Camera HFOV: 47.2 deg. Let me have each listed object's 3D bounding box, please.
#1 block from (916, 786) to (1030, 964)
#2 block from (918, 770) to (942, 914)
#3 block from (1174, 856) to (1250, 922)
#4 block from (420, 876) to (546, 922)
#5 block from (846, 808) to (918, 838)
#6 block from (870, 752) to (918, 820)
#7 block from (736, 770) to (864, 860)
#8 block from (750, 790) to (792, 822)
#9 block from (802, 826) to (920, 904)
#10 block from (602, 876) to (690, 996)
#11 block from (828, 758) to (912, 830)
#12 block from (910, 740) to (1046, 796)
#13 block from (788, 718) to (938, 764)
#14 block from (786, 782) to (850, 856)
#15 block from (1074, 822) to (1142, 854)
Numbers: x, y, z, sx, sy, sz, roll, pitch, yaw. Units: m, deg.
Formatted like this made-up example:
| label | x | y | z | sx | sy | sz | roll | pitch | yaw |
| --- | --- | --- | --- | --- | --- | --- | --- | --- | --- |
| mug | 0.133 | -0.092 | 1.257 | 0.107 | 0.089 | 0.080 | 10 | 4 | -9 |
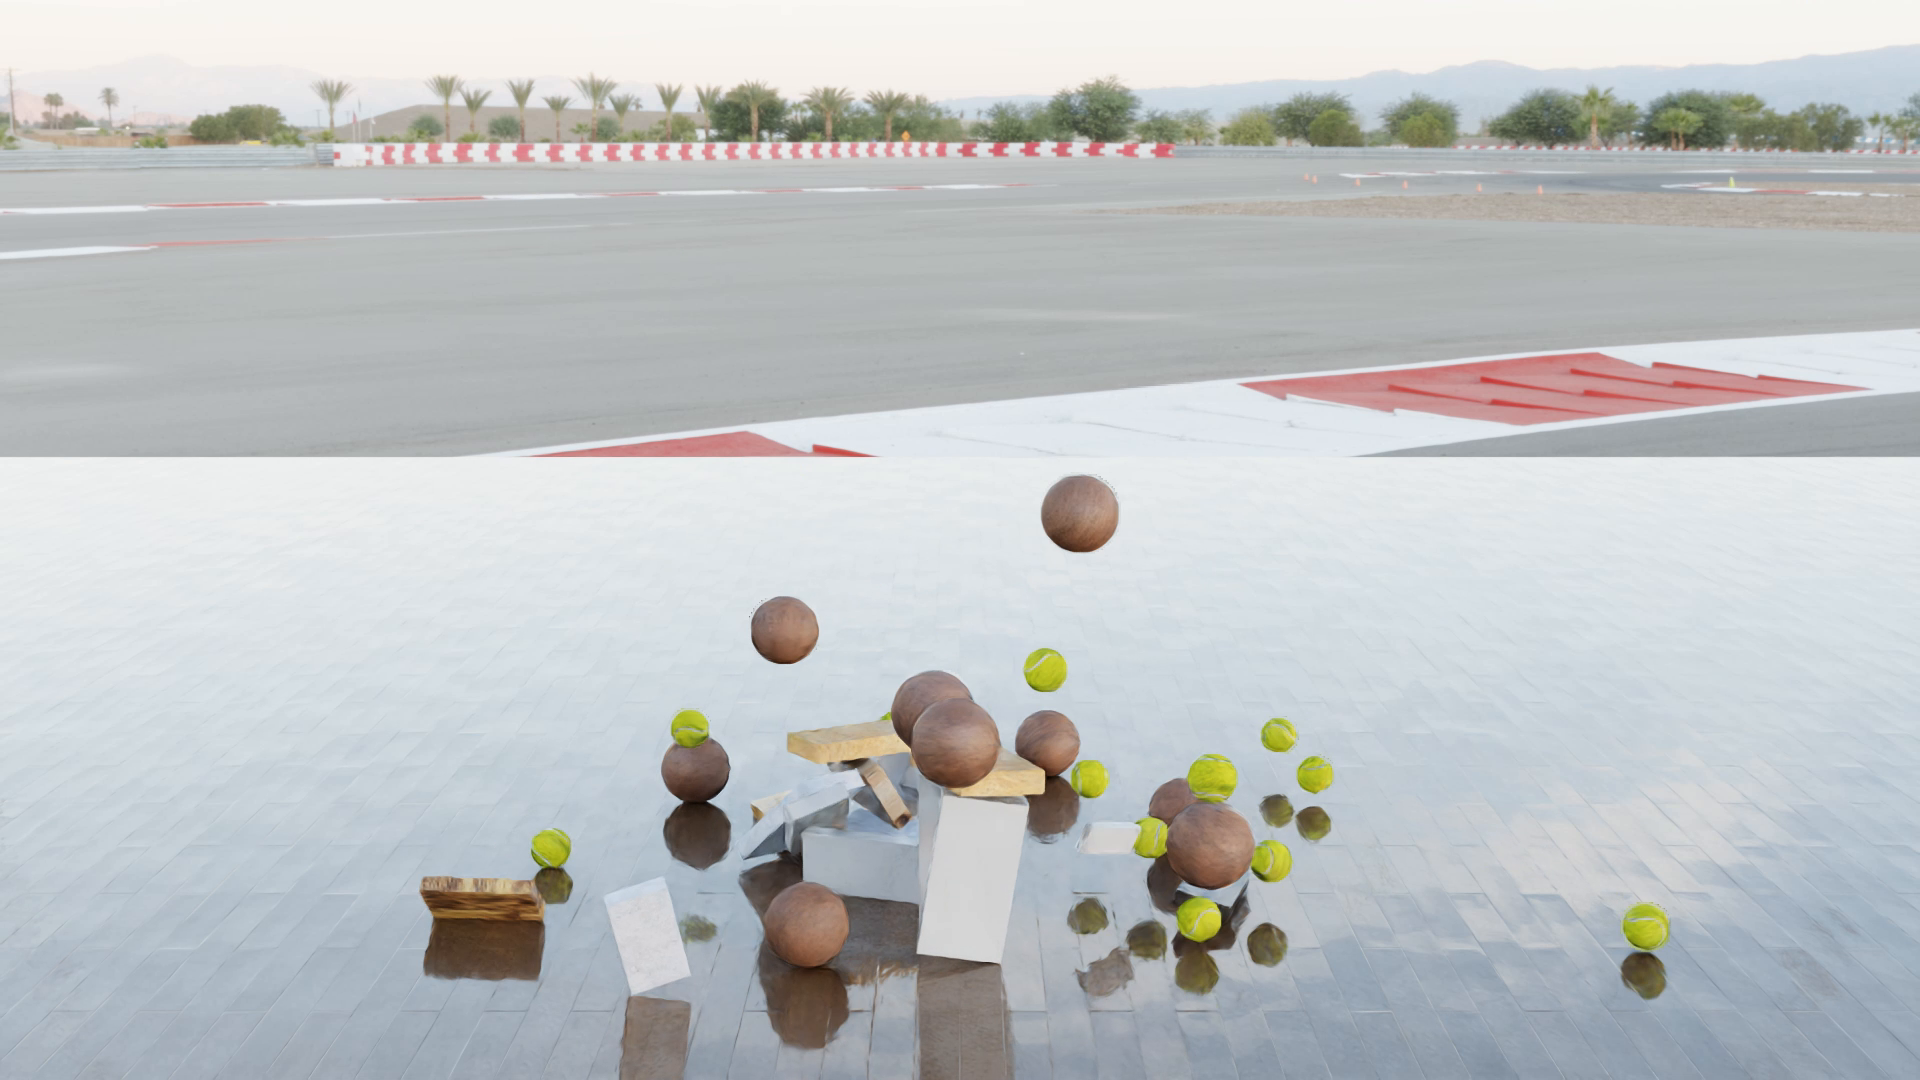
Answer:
| label | x | y | z | sx | sy | sz | roll | pitch | yaw |
| --- | --- | --- | --- | --- | --- | --- | --- | --- | --- |
| block | 0.018 | 0.509 | 3.338 | 0.130 | 0.260 | 0.037 | 8 | 15 | -5 |
| block | 0.000 | 0.486 | 3.508 | 0.130 | 0.260 | 0.037 | -1 | 16 | -1 |
| block | 0.414 | 0.571 | 3.600 | 0.090 | 0.026 | 0.181 | 17 | 14 | 14 |
| block | -0.764 | 0.575 | 3.521 | 0.181 | 0.090 | 0.026 | 1 | 53 | 6 |
| block | -0.121 | 0.518 | 3.840 | 0.206 | 0.029 | 0.103 | 6 | 21 | 32 |
| block | -0.094 | 0.435 | 4.017 | 0.028 | 0.099 | 0.198 | 5 | 30 | -43 |
| block | -0.276 | 0.473 | 3.780 | 0.117 | 0.033 | 0.235 | -6 | -29 | -44 |
| block | -0.303 | 0.504 | 4.010 | 0.099 | 0.028 | 0.198 | -15 | 15 | -20 |
| block | -0.161 | 0.540 | 3.654 | 0.206 | 0.103 | 0.029 | 4 | 15 | 20 |
| block | -0.455 | 0.577 | 3.205 | 0.090 | 0.181 | 0.026 | -17 | 36 | -12 |
| block | -0.171 | 0.426 | 3.886 | 0.033 | 0.117 | 0.244 | -36 | 21 | -16 |
| block | 0.024 | 0.348 | 3.376 | 0.130 | 0.037 | 0.260 | 1 | 5 | -18 |
| block | -0.171 | 0.351 | 3.860 | 0.235 | 0.033 | 0.117 | -5 | 8 | -31 |
| block | -0.243 | 0.474 | 3.731 | 0.103 | 0.029 | 0.206 | -21 | -21 | -14 |
| block | 0.242 | 0.486 | 3.584 | 0.106 | 0.053 | 0.015 | 7 | 27 | -36 |
